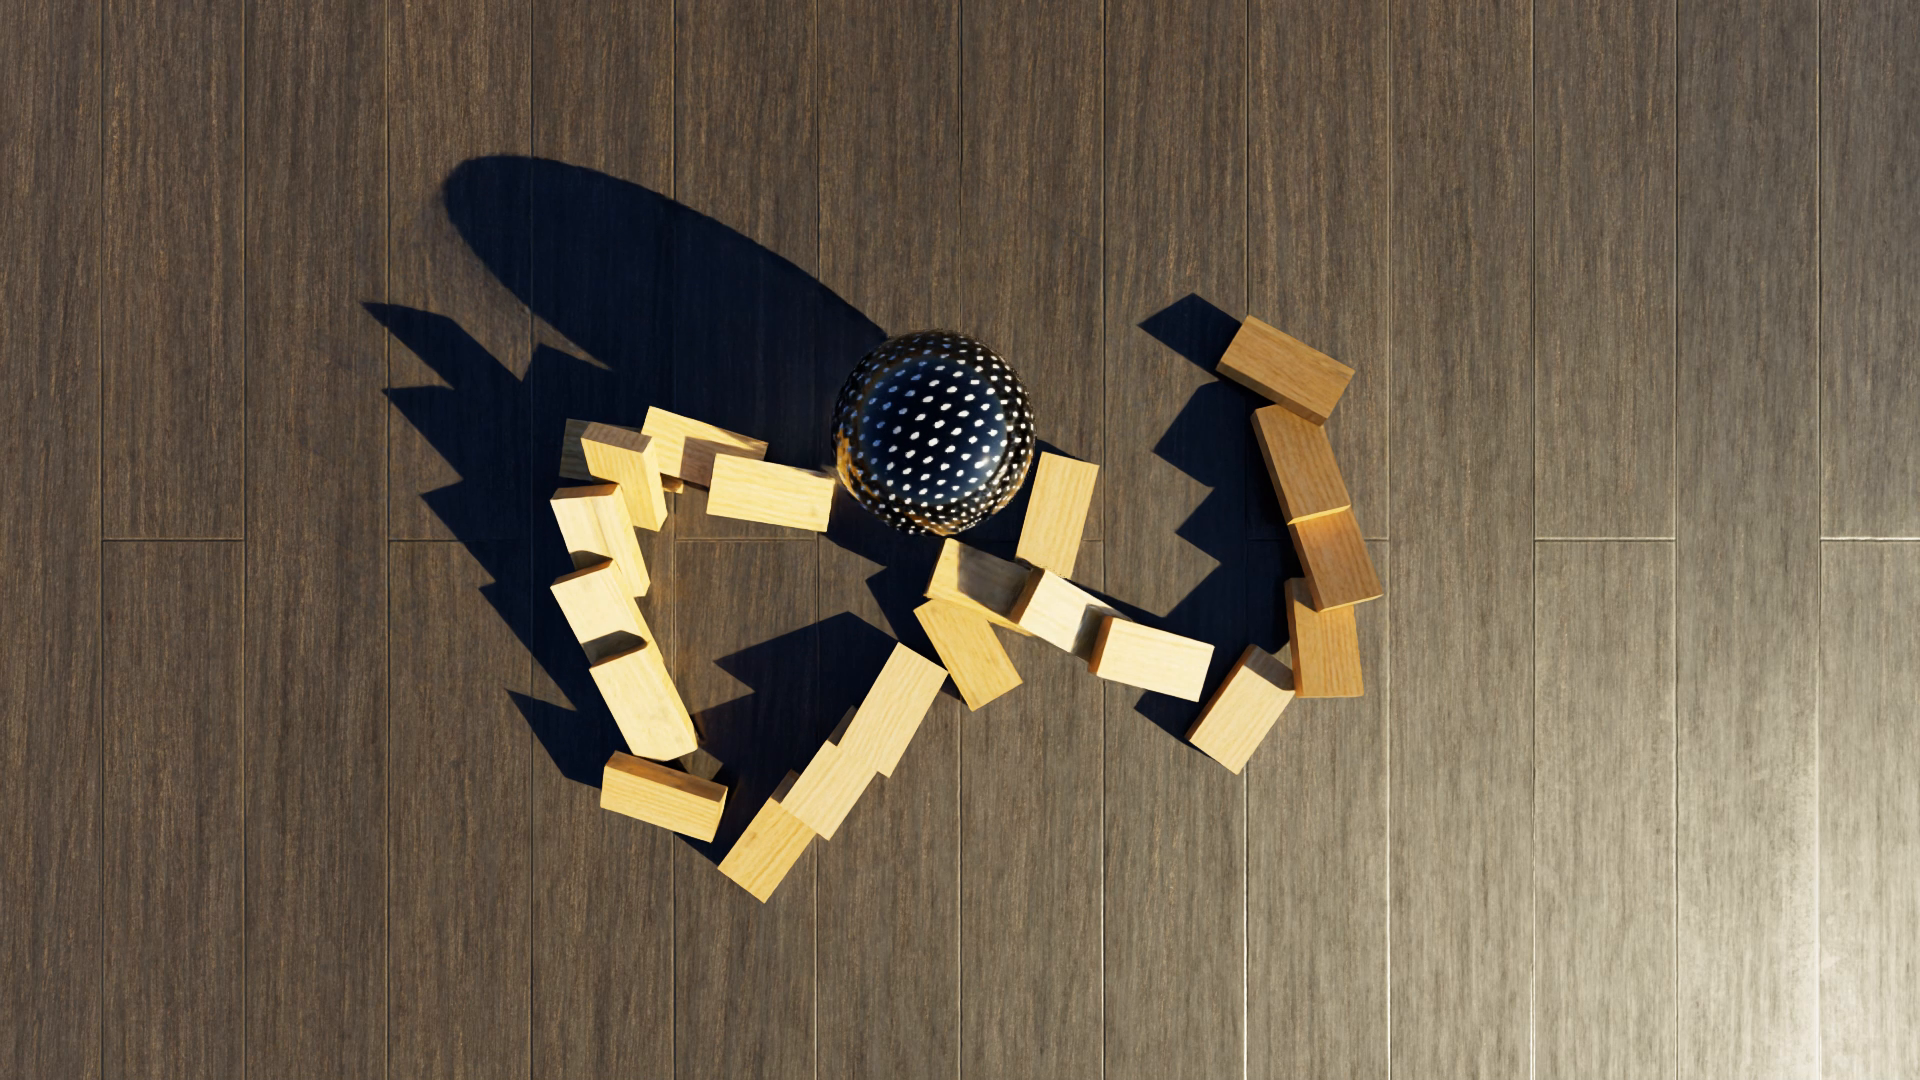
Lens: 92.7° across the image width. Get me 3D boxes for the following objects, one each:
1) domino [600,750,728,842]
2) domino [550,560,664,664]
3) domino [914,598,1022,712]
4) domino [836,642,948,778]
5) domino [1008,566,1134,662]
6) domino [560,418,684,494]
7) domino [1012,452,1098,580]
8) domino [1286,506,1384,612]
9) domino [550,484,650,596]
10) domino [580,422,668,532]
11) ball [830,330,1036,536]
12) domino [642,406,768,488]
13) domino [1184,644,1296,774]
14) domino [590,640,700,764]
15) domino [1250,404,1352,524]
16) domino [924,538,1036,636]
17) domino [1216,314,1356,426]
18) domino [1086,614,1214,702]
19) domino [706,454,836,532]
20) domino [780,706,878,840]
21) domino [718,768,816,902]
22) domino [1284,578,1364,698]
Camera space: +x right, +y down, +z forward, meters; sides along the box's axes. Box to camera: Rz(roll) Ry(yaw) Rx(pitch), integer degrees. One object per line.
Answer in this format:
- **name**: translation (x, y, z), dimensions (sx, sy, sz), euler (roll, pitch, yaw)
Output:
- **domino**: translation (-0.126, 0.109, 0.390), dimensions (0.050, 0.010, 0.025), euler (18, 120, 0)
- **domino**: translation (-0.148, 0.035, 0.386), dimensions (0.025, 0.010, 0.050), euler (-18, 112, 0)
- **domino**: translation (0.003, 0.045, 0.395), dimensions (0.025, 0.010, 0.050), euler (-30, 90, 0)
- **domino**: translation (-0.028, 0.072, 0.388), dimensions (0.025, 0.010, 0.050), euler (31, 74, -1)
- **domino**: translation (0.047, 0.034, 0.384), dimensions (0.050, 0.010, 0.025), euler (29, 86, -25)
- **domino**: translation (-0.145, -0.036, 0.395), dimensions (0.050, 0.009, 0.025), euler (8, 90, 0)
- **domino**: translation (0.041, -0.010, 0.395), dimensions (0.025, 0.010, 0.050), euler (14, 90, 0)
- **domino**: translation (0.157, 0.003, 0.389), dimensions (0.025, 0.009, 0.050), euler (-14, 74, 0)
- **domino**: translation (-0.149, 0.001, 0.382), dimensions (0.025, 0.010, 0.050), euler (-5, 123, 0)
- **domino**: translation (-0.137, -0.025, 0.377), dimensions (0.025, 0.050, 0.009), euler (14, 52, 1)
- **ball**: translation (-0.011, -0.041, 0.360), dimensions (0.080, 0.080, 0.080), euler (0, 90, 0)
- **domino**: translation (-0.110, -0.036, 0.388), dimensions (0.050, 0.009, 0.025), euler (17, 88, -15)
- **domino**: translation (0.122, 0.073, 0.395), dimensions (0.025, 0.009, 0.050), euler (35, 90, 0)
- **domino**: translation (-0.133, 0.070, 0.388), dimensions (0.025, 0.009, 0.050), euler (-20, 106, 0)
- **domino**: translation (0.144, -0.034, 0.389), dimensions (0.025, 0.009, 0.050), euler (-14, 76, 0)
- **domino**: translation (0.012, 0.020, 0.388), dimensions (0.050, 0.009, 0.025), euler (22, 74, -10)
- **domino**: translation (0.138, -0.072, 0.389), dimensions (0.050, 0.009, 0.025), euler (31, 80, 10)
- **domino**: translation (0.081, 0.050, 0.388), dimensions (0.050, 0.009, 0.025), euler (16, 90, -18)
- **domino**: translation (-0.080, -0.020, 0.388), dimensions (0.050, 0.009, 0.025), euler (9, 90, -18)
- **domino**: translation (-0.051, 0.098, 0.389), dimensions (0.025, 0.009, 0.050), euler (36, 76, 0)
- **domino**: translation (-0.079, 0.127, 0.395), dimensions (0.025, 0.010, 0.050), euler (36, 90, 0)
- **domino**: translation (0.154, 0.041, 0.389), dimensions (0.025, 0.010, 0.050), euler (-1, 76, 0)
